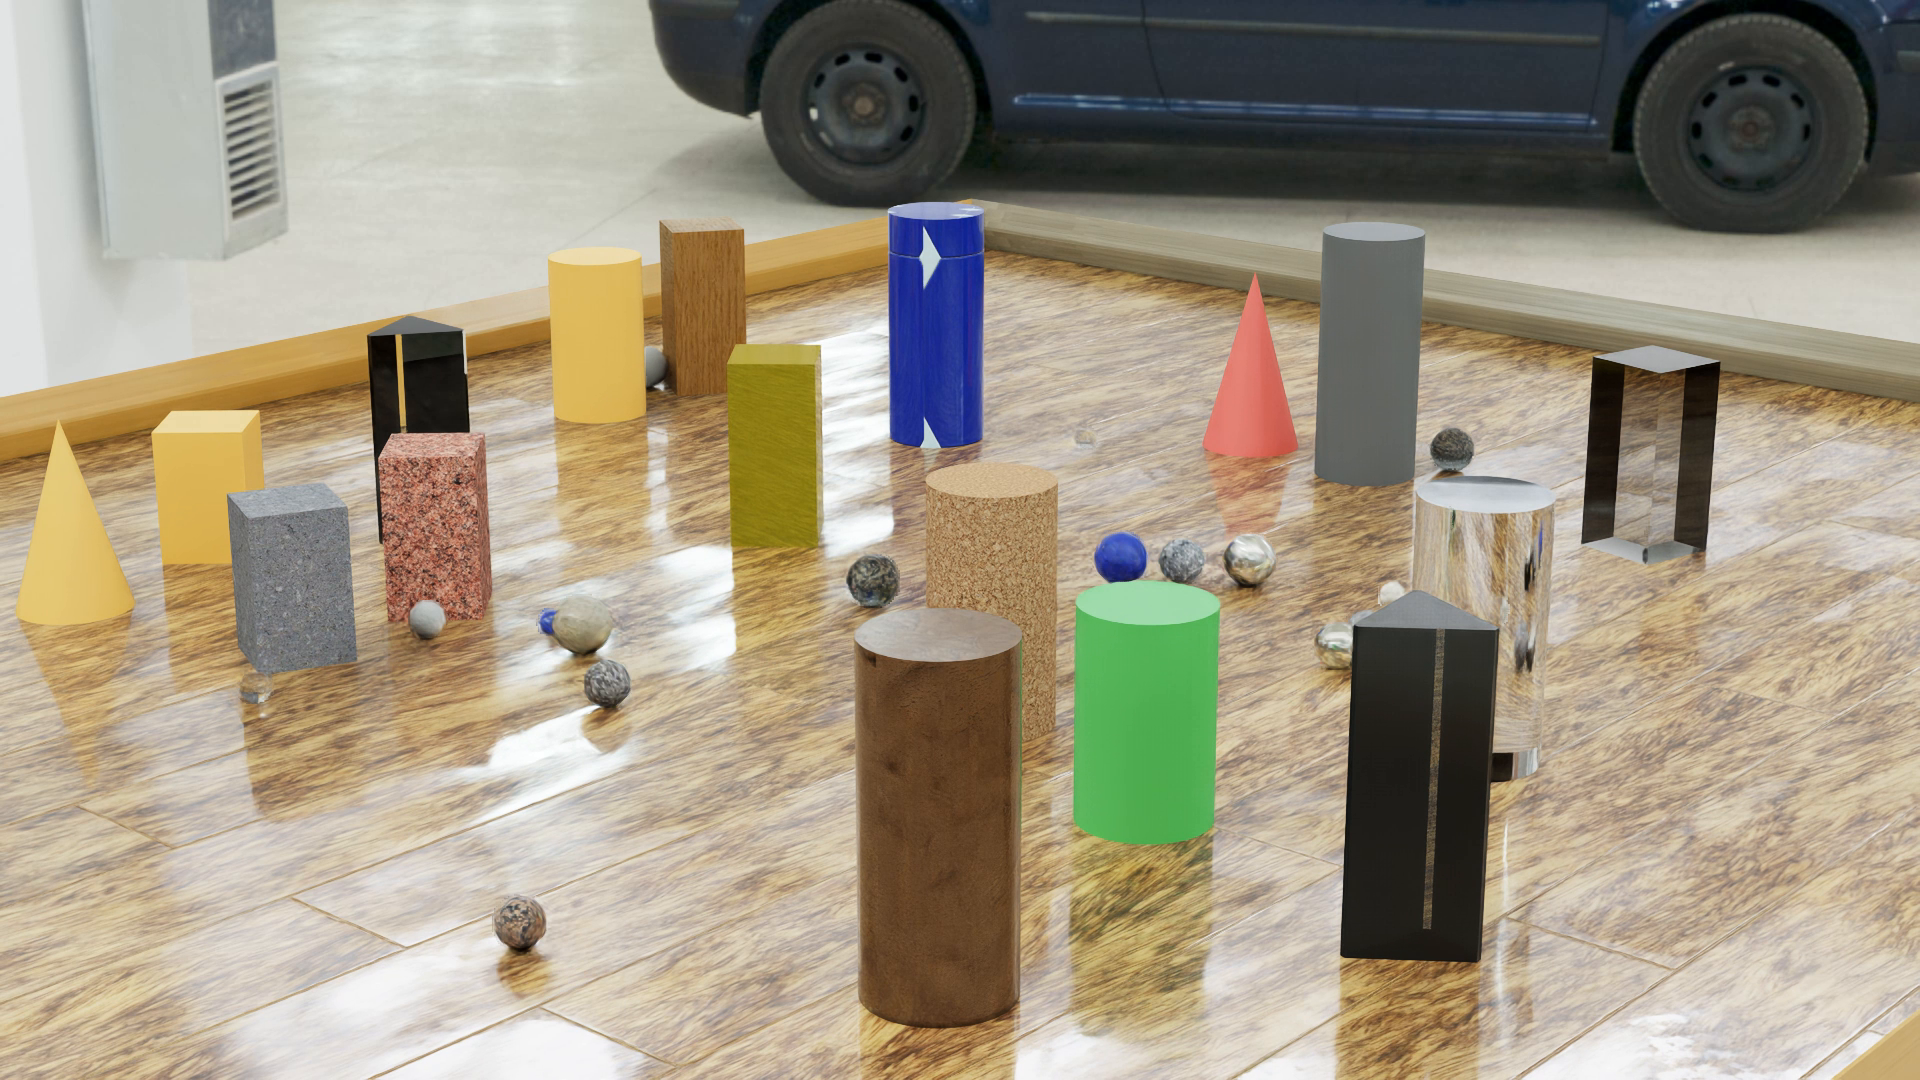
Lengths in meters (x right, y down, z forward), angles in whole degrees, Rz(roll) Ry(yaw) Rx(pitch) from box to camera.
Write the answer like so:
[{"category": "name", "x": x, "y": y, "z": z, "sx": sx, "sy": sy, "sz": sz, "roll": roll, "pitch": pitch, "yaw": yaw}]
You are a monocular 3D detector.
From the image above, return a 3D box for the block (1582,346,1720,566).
[{"category": "block", "x": 1.261, "y": -0.157, "z": 5.359, "sx": 0.160, "sy": 0.357, "sz": 0.160, "roll": -12, "pitch": 20, "yaw": -34}]

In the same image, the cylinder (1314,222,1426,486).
[{"category": "cylinder", "x": 0.814, "y": -0.371, "z": 5.834, "sx": 0.200, "sy": 0.493, "sz": 0.200, "roll": 0, "pitch": 17, "yaw": 0}]

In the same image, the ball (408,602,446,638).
[{"category": "ball", "x": -0.891, "y": 0.134, "z": 4.907, "sx": 0.061, "sy": 0.061, "sz": 0.061, "roll": 0, "pitch": 17, "yaw": 0}]

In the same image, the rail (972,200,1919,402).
[{"category": "rail", "x": 1.576, "y": -0.491, "z": 6.858, "sx": 4.132, "sy": 0.130, "sz": 0.045, "roll": 14, "pitch": 22, "yaw": 39}]

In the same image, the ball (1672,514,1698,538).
[{"category": "ball", "x": 1.350, "y": -0.025, "z": 5.462, "sx": 0.045, "sy": 0.045, "sz": 0.045, "roll": 0, "pitch": 17, "yaw": 0}]

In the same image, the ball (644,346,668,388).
[{"category": "ball", "x": -0.702, "y": -0.389, "z": 6.589, "sx": 0.092, "sy": 0.092, "sz": 0.092, "roll": 0, "pitch": 17, "yaw": 0}]

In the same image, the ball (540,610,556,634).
[{"category": "ball", "x": -0.686, "y": 0.138, "z": 4.926, "sx": 0.041, "sy": 0.041, "sz": 0.041, "roll": 0, "pitch": 17, "yaw": 0}]

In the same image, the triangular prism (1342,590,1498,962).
[{"category": "triangular prism", "x": 0.574, "y": 0.296, "z": 3.708, "sx": 0.173, "sy": 0.441, "sz": 0.150, "roll": 1, "pitch": 17, "yaw": 4}]

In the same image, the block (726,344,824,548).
[{"category": "block", "x": -0.341, "y": -0.176, "z": 5.440, "sx": 0.160, "sy": 0.346, "sz": 0.160, "roll": 0, "pitch": 17, "yaw": 2}]

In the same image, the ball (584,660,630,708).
[{"category": "ball", "x": -0.551, "y": 0.225, "z": 4.583, "sx": 0.074, "sy": 0.074, "sz": 0.074, "roll": 0, "pitch": 17, "yaw": 0}]

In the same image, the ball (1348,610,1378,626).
[{"category": "ball", "x": 0.668, "y": 0.154, "z": 4.809, "sx": 0.078, "sy": 0.078, "sz": 0.078, "roll": 0, "pitch": 17, "yaw": 0}]

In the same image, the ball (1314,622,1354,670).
[{"category": "ball", "x": 0.614, "y": 0.171, "z": 4.755, "sx": 0.077, "sy": 0.077, "sz": 0.077, "roll": 0, "pitch": 17, "yaw": 0}]

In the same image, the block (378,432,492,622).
[{"category": "block", "x": -0.898, "y": -0.024, "z": 5.034, "sx": 0.160, "sy": 0.289, "sz": 0.160, "roll": -1, "pitch": 17, "yaw": -3}]

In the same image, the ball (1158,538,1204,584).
[{"category": "ball", "x": 0.392, "y": 0.037, "z": 5.195, "sx": 0.080, "sy": 0.080, "sz": 0.080, "roll": 0, "pitch": 17, "yaw": 0}]

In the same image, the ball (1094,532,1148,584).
[{"category": "ball", "x": 0.285, "y": 0.033, "z": 5.184, "sx": 0.094, "sy": 0.094, "sz": 0.094, "roll": 0, "pitch": 17, "yaw": 0}]

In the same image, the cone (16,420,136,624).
[{"category": "cone", "x": -1.530, "y": -0.045, "z": 5.024, "sx": 0.200, "sy": 0.336, "sz": 0.200, "roll": 0, "pitch": 17, "yaw": 0}]

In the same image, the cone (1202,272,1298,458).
[{"category": "cone", "x": 0.606, "y": -0.375, "z": 6.063, "sx": 0.200, "sy": 0.368, "sz": 0.200, "roll": 0, "pitch": 17, "yaw": 0}]

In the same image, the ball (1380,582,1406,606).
[{"category": "ball", "x": 0.747, "y": 0.095, "z": 5.063, "sx": 0.045, "sy": 0.045, "sz": 0.045, "roll": 0, "pitch": 17, "yaw": 0}]

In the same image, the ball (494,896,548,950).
[{"category": "ball", "x": -0.558, "y": 0.486, "z": 3.726, "sx": 0.067, "sy": 0.067, "sz": 0.067, "roll": 0, "pitch": 17, "yaw": 0}]

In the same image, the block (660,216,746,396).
[{"category": "block", "x": -0.574, "y": -0.524, "z": 6.560, "sx": 0.160, "sy": 0.367, "sz": 0.160, "roll": -5, "pitch": 17, "yaw": -15}]

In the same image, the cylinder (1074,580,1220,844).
[{"category": "cylinder", "x": 0.260, "y": 0.240, "z": 4.106, "sx": 0.200, "sy": 0.320, "sz": 0.200, "roll": 0, "pitch": 17, "yaw": 0}]

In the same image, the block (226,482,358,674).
[{"category": "block", "x": -1.092, "y": 0.061, "z": 4.795, "sx": 0.160, "sy": 0.264, "sz": 0.160, "roll": -8, "pitch": 18, "yaw": -24}]

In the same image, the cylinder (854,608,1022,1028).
[{"category": "cylinder", "x": -0.026, "y": 0.334, "z": 3.541, "sx": 0.200, "sy": 0.465, "sz": 0.200, "roll": 0, "pitch": 17, "yaw": 0}]

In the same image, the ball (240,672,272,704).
[{"category": "ball", "x": -1.105, "y": 0.231, "z": 4.602, "sx": 0.050, "sy": 0.050, "sz": 0.050, "roll": 0, "pitch": 17, "yaw": 0}]

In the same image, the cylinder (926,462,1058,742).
[{"category": "cylinder", "x": 0.048, "y": 0.094, "z": 4.472, "sx": 0.200, "sy": 0.387, "sz": 0.200, "roll": 0, "pitch": 17, "yaw": 0}]

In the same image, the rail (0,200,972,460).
[{"category": "rail", "x": -1.542, "y": -0.353, "z": 6.402, "sx": 0.045, "sy": 0.130, "sz": 4.856, "roll": 14, "pitch": 22, "yaw": 39}]

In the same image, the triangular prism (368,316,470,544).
[{"category": "triangular prism", "x": -1.009, "y": -0.209, "z": 5.465, "sx": 0.173, "sy": 0.395, "sz": 0.150, "roll": -4, "pitch": 17, "yaw": -15}]

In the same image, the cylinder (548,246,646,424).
[{"category": "cylinder", "x": -0.783, "y": -0.444, "z": 6.332, "sx": 0.200, "sy": 0.345, "sz": 0.200, "roll": 0, "pitch": 17, "yaw": 0}]

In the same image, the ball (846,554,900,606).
[{"category": "ball", "x": -0.150, "y": 0.069, "z": 5.069, "sx": 0.090, "sy": 0.090, "sz": 0.090, "roll": 0, "pitch": 17, "yaw": 0}]

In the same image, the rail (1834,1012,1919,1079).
[{"category": "rail", "x": 1.542, "y": 0.419, "z": 3.838, "sx": 0.045, "sy": 0.130, "sz": 4.856, "roll": 14, "pitch": 22, "yaw": 39}]

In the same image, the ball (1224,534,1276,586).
[{"category": "ball", "x": 0.511, "y": 0.035, "z": 5.180, "sx": 0.092, "sy": 0.092, "sz": 0.092, "roll": 0, "pitch": 17, "yaw": 0}]

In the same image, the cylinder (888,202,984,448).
[{"category": "cylinder", "x": -0.050, "y": -0.449, "z": 6.117, "sx": 0.200, "sy": 0.480, "sz": 0.200, "roll": 0, "pitch": 17, "yaw": 0}]

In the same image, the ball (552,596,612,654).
[{"category": "ball", "x": -0.621, "y": 0.140, "z": 4.825, "sx": 0.097, "sy": 0.097, "sz": 0.097, "roll": 0, "pitch": 17, "yaw": 0}]

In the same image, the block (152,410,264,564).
[{"category": "block", "x": -1.368, "y": -0.098, "z": 5.355, "sx": 0.160, "sy": 0.245, "sz": 0.160, "roll": -1, "pitch": 17, "yaw": -2}]

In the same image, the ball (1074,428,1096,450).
[{"category": "ball", "x": 0.260, "y": -0.209, "z": 6.069, "sx": 0.046, "sy": 0.046, "sz": 0.046, "roll": 0, "pitch": 17, "yaw": 0}]

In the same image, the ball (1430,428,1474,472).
[{"category": "ball", "x": 0.993, "y": -0.182, "z": 5.909, "sx": 0.089, "sy": 0.089, "sz": 0.089, "roll": 0, "pitch": 17, "yaw": 0}]

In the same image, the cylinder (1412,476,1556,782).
[{"category": "cylinder", "x": 0.764, "y": 0.130, "z": 4.315, "sx": 0.200, "sy": 0.410, "sz": 0.200, "roll": 0, "pitch": 17, "yaw": 0}]
